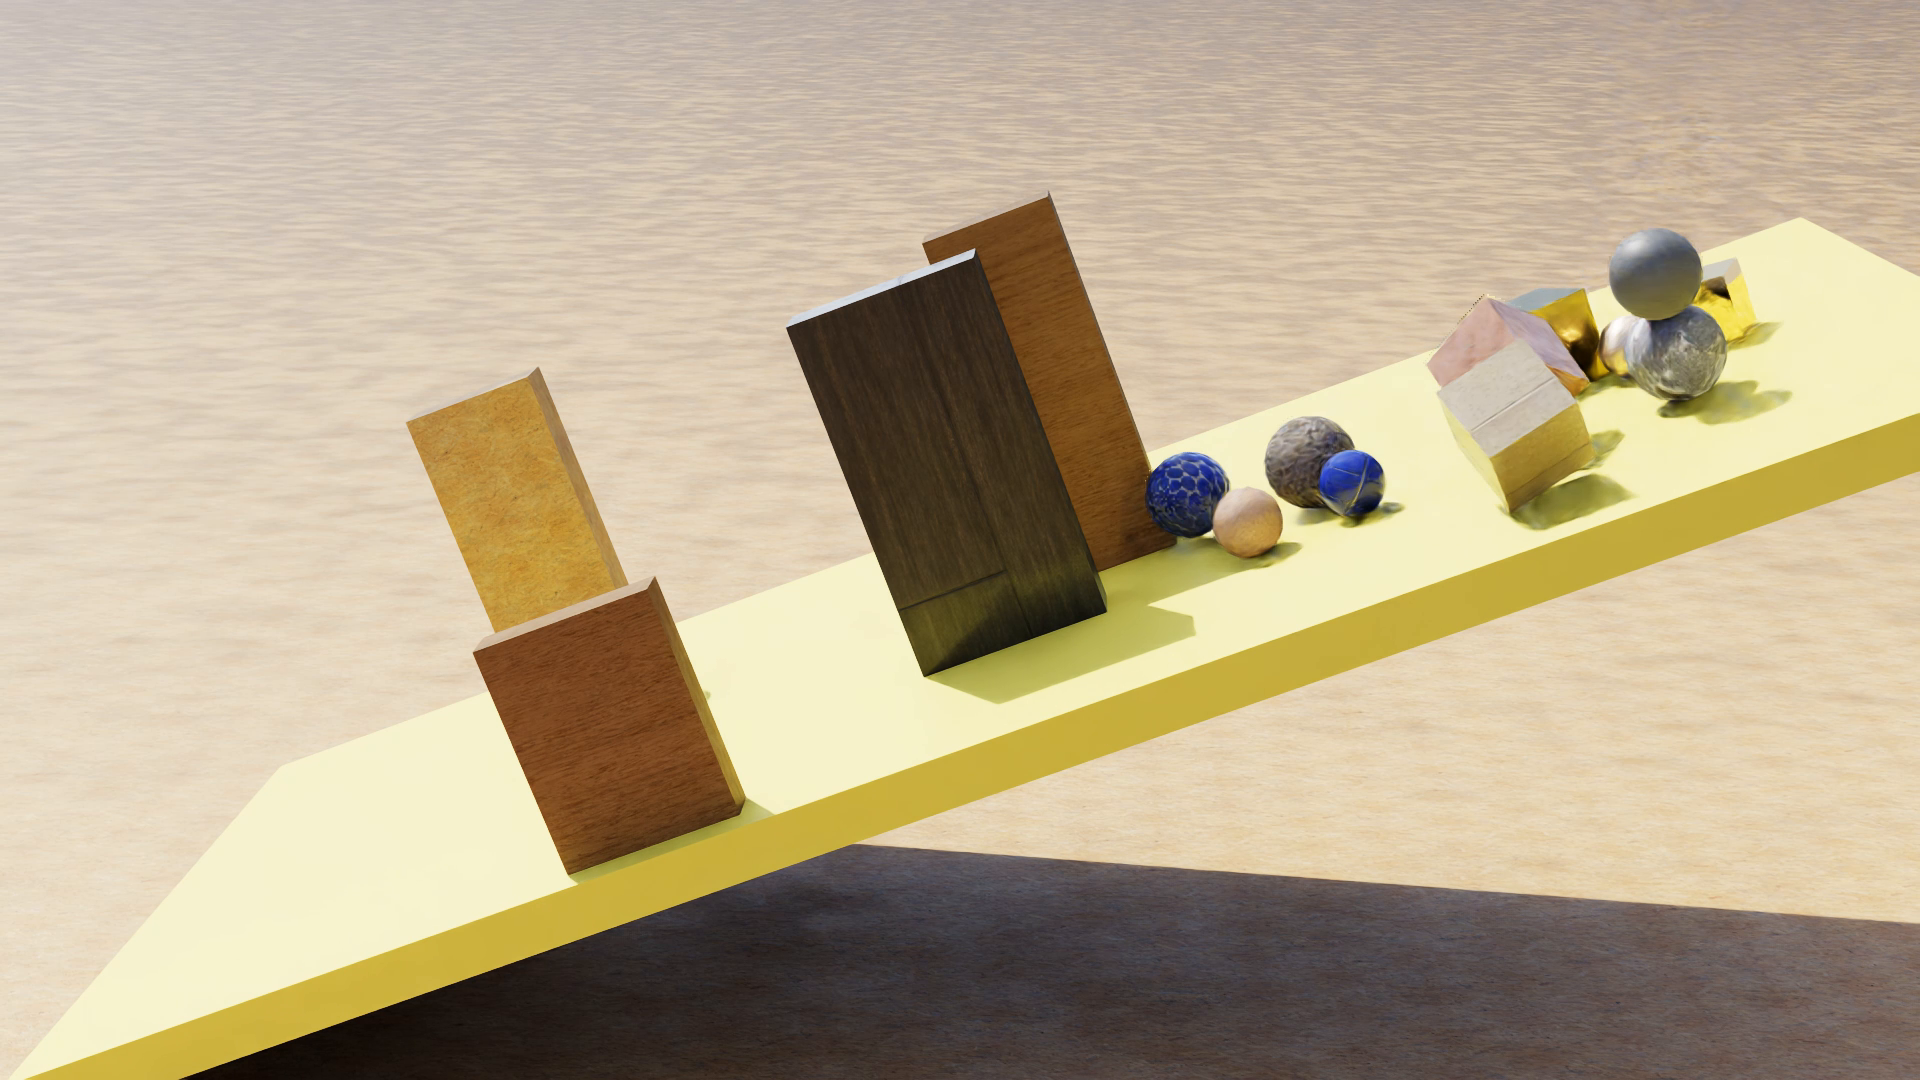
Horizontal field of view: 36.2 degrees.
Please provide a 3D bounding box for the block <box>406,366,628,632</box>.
[{"bbox_3d":[-0.972,0.020,6.766,0.300,0.770,0.141,-20,12,7],"label":"block"}]

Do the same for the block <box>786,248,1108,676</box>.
[{"bbox_3d":[-0.021,-0.152,5.891,0.394,0.759,0.140,-20,12,7],"label":"block"}]

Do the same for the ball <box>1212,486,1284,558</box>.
[{"bbox_3d":[0.572,-0.035,5.848,0.142,0.142,0.142,0,13,0],"label":"ball"}]

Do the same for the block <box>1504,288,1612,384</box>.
[{"bbox_3d":[1.231,-0.411,6.274,0.192,0.192,0.192,-25,12,-16],"label":"block"}]

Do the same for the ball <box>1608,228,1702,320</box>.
[{"bbox_3d":[1.339,-0.512,5.664,0.177,0.177,0.177,0,13,0],"label":"ball"}]

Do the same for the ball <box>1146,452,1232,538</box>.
[{"bbox_3d":[0.476,-0.094,6.108,0.179,0.179,0.179,0,13,0],"label":"ball"}]

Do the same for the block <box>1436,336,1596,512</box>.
[{"bbox_3d":[1.031,-0.213,5.452,0.189,0.189,0.189,-33,51,1],"label":"block"}]

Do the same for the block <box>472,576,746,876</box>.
[{"bbox_3d":[-0.649,0.346,5.476,0.348,0.460,0.105,-20,12,7],"label":"block"}]

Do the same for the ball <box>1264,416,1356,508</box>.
[{"bbox_3d":[0.719,-0.159,6.032,0.191,0.191,0.191,0,13,0],"label":"ball"}]

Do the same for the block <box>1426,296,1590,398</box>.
[{"bbox_3d":[1.074,-0.328,5.773,0.185,0.185,0.185,15,36,-39],"label":"block"}]

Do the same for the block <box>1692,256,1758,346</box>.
[{"bbox_3d":[1.561,-0.485,6.145,0.146,0.146,0.146,-14,13,30],"label":"block"}]

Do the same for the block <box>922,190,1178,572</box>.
[{"bbox_3d":[0.192,-0.316,6.204,0.278,0.783,0.127,-20,12,7],"label":"block"}]

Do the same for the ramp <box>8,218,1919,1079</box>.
[{"bbox_3d":[0.118,0.176,6.295,4.000,0.100,2.000,-20,12,7],"label":"ramp"}]

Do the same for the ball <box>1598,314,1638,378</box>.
[{"bbox_3d":[1.389,-0.401,6.098,0.131,0.131,0.131,0,13,0],"label":"ball"}]

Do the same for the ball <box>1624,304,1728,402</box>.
[{"bbox_3d":[1.403,-0.368,5.765,0.195,0.195,0.195,0,13,0],"label":"ball"}]

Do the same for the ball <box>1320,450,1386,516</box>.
[{"bbox_3d":[0.782,-0.113,5.853,0.134,0.134,0.134,0,13,0],"label":"ball"}]
